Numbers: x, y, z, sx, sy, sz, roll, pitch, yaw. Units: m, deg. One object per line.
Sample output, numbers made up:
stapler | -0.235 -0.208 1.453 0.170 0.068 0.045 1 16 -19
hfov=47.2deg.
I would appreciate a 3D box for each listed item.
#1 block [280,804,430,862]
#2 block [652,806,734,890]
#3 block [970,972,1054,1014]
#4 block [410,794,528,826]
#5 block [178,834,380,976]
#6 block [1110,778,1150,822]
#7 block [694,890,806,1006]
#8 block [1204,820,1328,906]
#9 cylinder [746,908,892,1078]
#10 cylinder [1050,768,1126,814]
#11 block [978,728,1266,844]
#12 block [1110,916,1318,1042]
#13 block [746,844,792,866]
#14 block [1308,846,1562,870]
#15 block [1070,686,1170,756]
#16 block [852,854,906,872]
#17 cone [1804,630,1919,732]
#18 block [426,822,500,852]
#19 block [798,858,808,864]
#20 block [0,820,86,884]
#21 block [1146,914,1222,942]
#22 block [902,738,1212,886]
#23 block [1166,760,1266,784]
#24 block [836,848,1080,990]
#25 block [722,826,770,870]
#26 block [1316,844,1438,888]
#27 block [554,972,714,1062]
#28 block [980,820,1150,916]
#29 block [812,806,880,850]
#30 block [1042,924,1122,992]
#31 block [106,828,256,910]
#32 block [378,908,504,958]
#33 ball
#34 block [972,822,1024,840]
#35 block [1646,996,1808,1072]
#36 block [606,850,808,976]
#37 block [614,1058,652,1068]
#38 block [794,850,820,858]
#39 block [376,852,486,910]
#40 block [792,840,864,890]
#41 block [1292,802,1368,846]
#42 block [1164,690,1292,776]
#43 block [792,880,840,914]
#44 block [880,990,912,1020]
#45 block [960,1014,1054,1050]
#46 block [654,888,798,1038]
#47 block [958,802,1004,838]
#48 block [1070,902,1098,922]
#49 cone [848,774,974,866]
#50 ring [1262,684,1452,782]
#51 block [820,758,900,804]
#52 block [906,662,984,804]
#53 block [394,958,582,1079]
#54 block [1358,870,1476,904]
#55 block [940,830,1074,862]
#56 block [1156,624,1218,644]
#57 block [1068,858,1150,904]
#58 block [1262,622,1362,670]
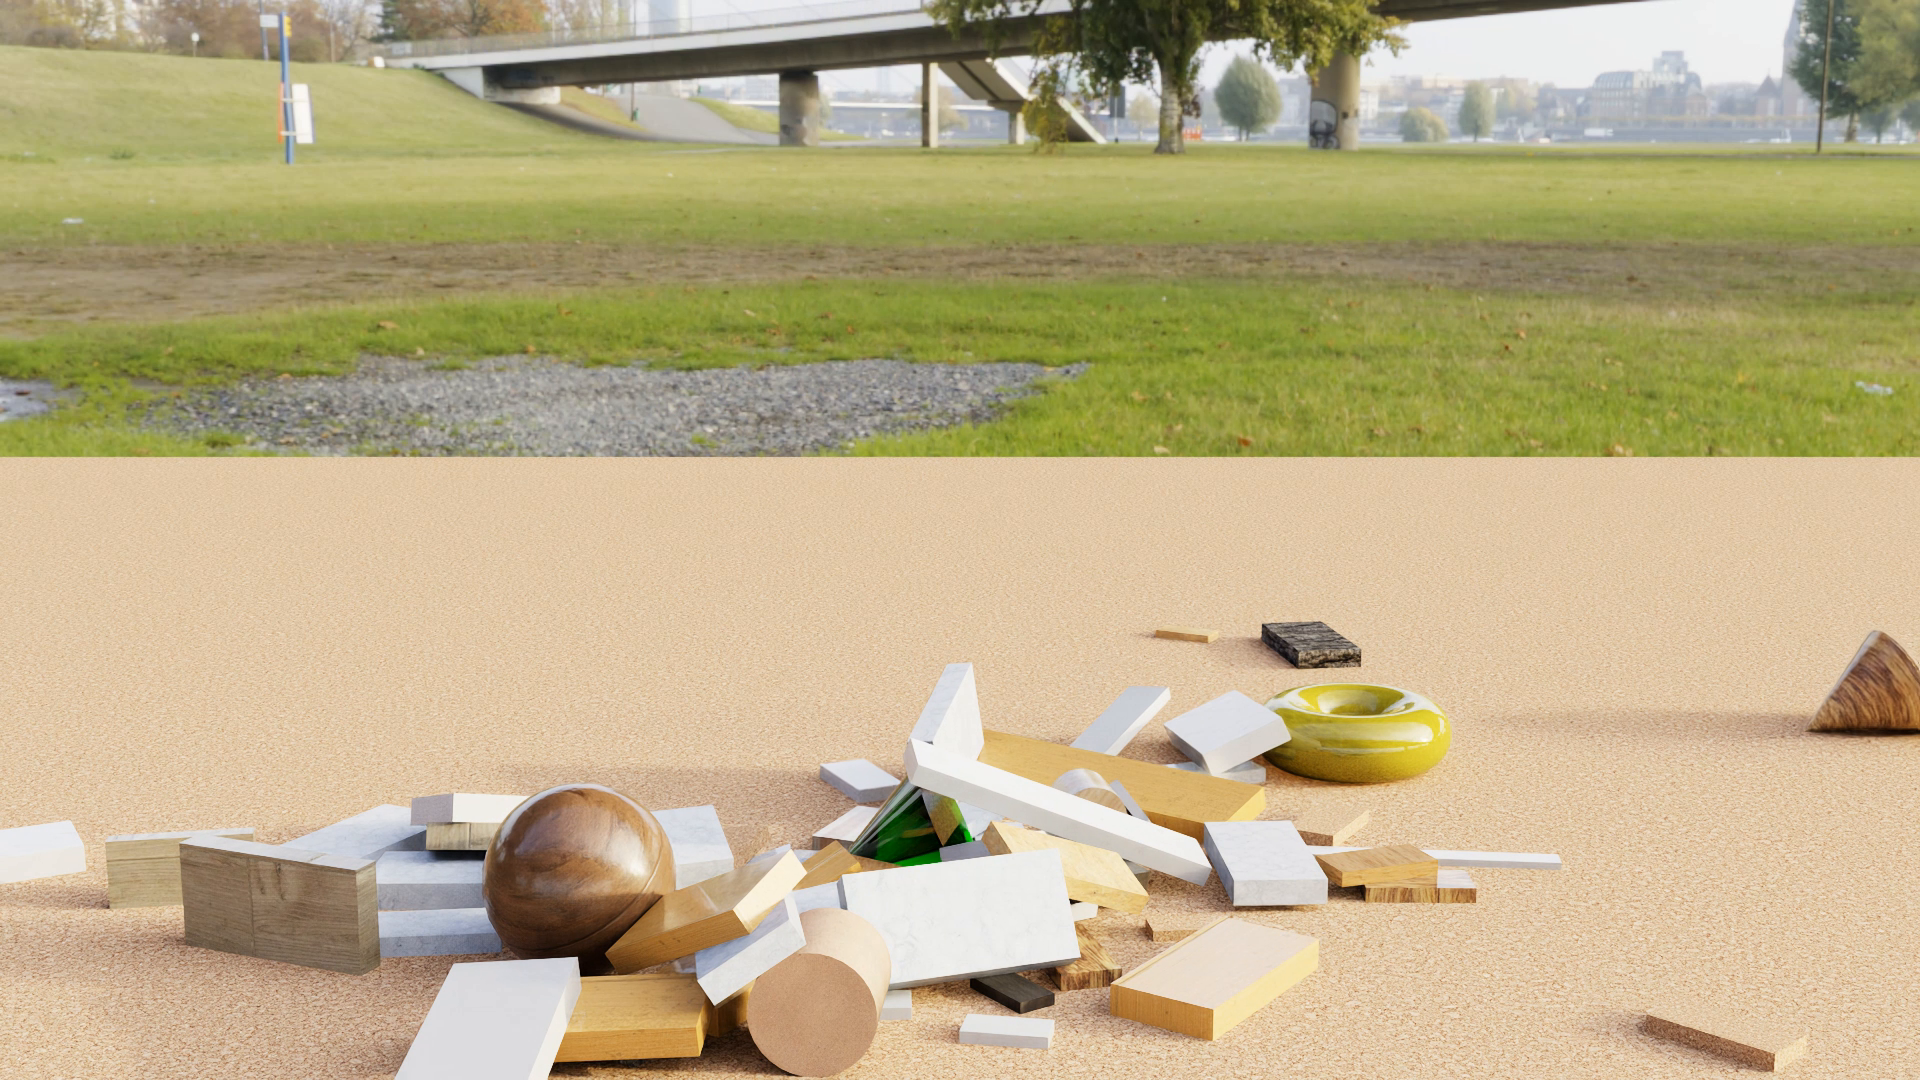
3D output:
block | -1.047 0.537 3.823 0.167 0.047 0.334 5 12 26
block | -0.561 0.520 3.625 0.346 0.049 0.173 -4 25 -17
block | 0.076 0.662 3.233 0.063 0.018 0.125 -7 13 -35
block | -0.765 0.476 3.833 0.334 0.047 0.167 8 -13 -37
block | -1.046 0.559 3.379 0.334 0.167 0.047 4 11 22
block | 0.315 0.489 3.932 0.019 0.067 0.134 -35 35 -3
block | -0.297 0.546 3.059 0.145 0.041 0.291 -33 9 -4
block | 0.513 0.544 3.725 0.153 0.043 0.307 -1 11 -3
cylinder | -0.191 0.620 3.027 0.176 0.176 0.176 1 11 4
cylinder | 0.226 0.482 3.920 0.120 0.120 0.120 -2 11 -9
block | 0.252 0.461 4.144 0.652 0.043 0.153 8 28 37
block | 0.380 0.644 3.250 0.167 0.047 0.334 7 13 34
block | -0.344 0.552 3.711 0.129 0.018 0.064 -20 12 -2
block | 0.814 0.553 3.832 0.451 0.013 0.045 1 11 6
block | 0.300 0.388 4.412 0.091 0.026 0.378 -1 22 33
block | -0.143 0.560 3.592 0.165 0.023 0.082 12 35 1
cone | 1.893 0.351 4.662 0.237 0.237 0.237 -27 12 -1
block | -0.743 0.512 3.772 0.322 0.046 0.161 1 -10 -8
block | -0.262 0.553 3.668 0.129 0.018 0.064 -8 15 46
block | -1.683 0.548 3.769 0.322 0.046 0.161 -6 12 -29
block | 0.362 0.615 3.486 0.125 0.018 0.063 -1 11 -7
block | 0.162 0.453 3.660 0.532 0.035 0.125 21 12 -12
block | 0.492 0.458 4.306 0.190 0.027 0.095 -4 11 -22
block | -0.002 0.561 3.246 0.334 0.167 0.047 -5 -22 -16
block | -0.407 0.540 3.727 0.093 0.026 0.186 -6 18 27
block | 0.699 0.546 3.694 0.182 0.026 0.091 -4 11 -20
block | -0.499 0.653 3.009 0.309 0.044 0.154 -3 17 4
block | 0.165 0.514 3.446 0.249 0.035 0.125 18 18 -29
block | -0.181 0.523 3.957 0.095 0.027 0.190 4 11 22
block | 0.170 0.635 3.350 0.095 0.027 0.190 -3 11 -15
block | -1.279 0.540 3.621 0.230 0.115 0.033 -2 11 -11
block | -0.831 0.615 3.446 0.230 0.033 0.115 -1 11 -7
ball | -0.572 0.510 3.308 0.290 0.290 0.290 0 11 0
block | 0.072 0.539 3.874 0.091 0.026 0.182 -1 11 -4
block | 1.068 0.688 3.068 0.095 0.027 0.190 -10 15 -43
block | -0.361 0.528 3.108 0.291 0.041 0.145 -25 12 40
block | -0.531 0.674 3.117 0.299 0.037 0.129 7 12 32
block | -0.270 0.559 3.798 0.050 0.014 0.101 1 11 7
block | -0.817 0.567 3.667 0.322 0.046 0.161 0 11 0
block | -0.245 0.555 3.543 0.165 0.023 0.082 -33 32 -16
block | 0.667 0.517 3.990 0.091 0.026 0.182 6 12 30
block | 0.525 0.380 4.367 0.167 0.047 0.402 -25 6 -4
block | -0.226 0.574 3.293 0.309 0.044 0.154 -10 16 -26
block | -0.136 0.672 3.176 0.131 0.018 0.065 0 11 -2
block | 0.066 0.689 3.085 0.125 0.018 0.063 2 11 10
block | -0.298 0.625 3.287 0.154 0.044 0.403 6 16 31
block | -0.018 0.514 3.906 0.095 0.027 0.190 -2 14 39
block | 0.088 0.583 3.523 0.247 0.035 0.124 -3 16 -39
cone | -0.125 0.527 3.711 0.242 0.242 0.242 -25 7 9
ring | 0.787 0.385 4.422 0.396 0.132 0.396 -1 11 0
block | -0.191 0.466 4.261 0.095 0.027 0.190 -5 12 -26
block | -0.024 0.381 4.143 0.049 0.173 0.346 -4 20 14
block | -0.619 0.697 2.730 0.173 0.049 0.650 -3 17 2
block | 0.760 0.577 3.667 0.182 0.026 0.091 0 11 1
block | 0.089 0.508 3.627 0.125 0.035 0.249 -17 -12 32
block | 0.570 0.236 5.523 0.140 0.019 0.067 6 12 27
block | 0.175 0.547 3.572 0.247 0.035 0.124 -2 16 -39
block | 0.853 0.255 5.356 0.153 0.043 0.307 -2 11 -9
